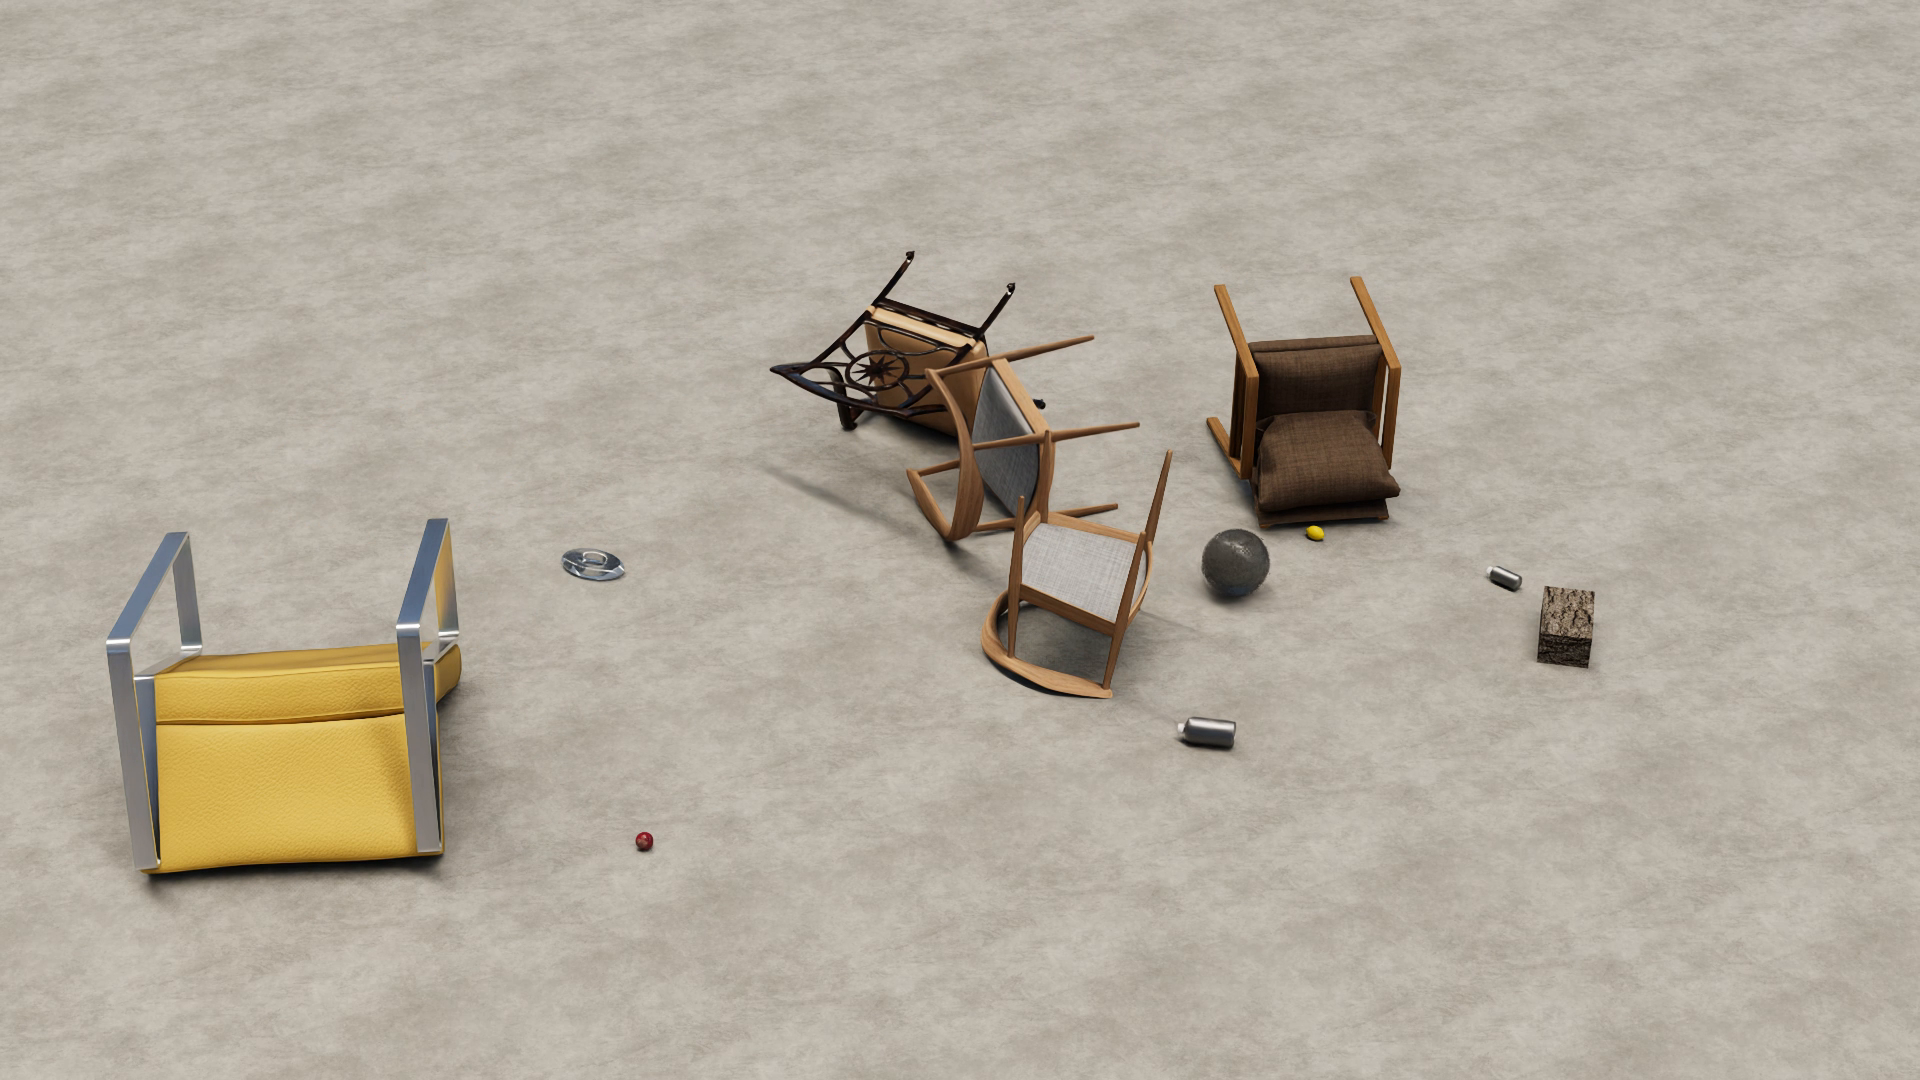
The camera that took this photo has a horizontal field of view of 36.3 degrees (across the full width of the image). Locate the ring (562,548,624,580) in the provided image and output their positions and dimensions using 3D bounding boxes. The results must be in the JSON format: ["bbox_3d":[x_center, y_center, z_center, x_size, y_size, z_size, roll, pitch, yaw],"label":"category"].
[{"bbox_3d":[-1.349,0.087,10.769,0.257,0.048,0.152,14,37,21],"label":"ring"}]

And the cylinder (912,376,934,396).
[{"bbox_3d":[-0.151,-0.624,11.840,0.057,0.056,0.072,-19,37,-41],"label":"cylinder"}]

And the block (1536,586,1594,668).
[{"bbox_3d":[2.142,0.307,10.364,0.177,0.127,0.298,7,34,10],"label":"block"}]

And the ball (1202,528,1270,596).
[{"bbox_3d":[0.996,0.081,10.597,0.246,0.246,0.246,0,33,0],"label":"ball"}]
